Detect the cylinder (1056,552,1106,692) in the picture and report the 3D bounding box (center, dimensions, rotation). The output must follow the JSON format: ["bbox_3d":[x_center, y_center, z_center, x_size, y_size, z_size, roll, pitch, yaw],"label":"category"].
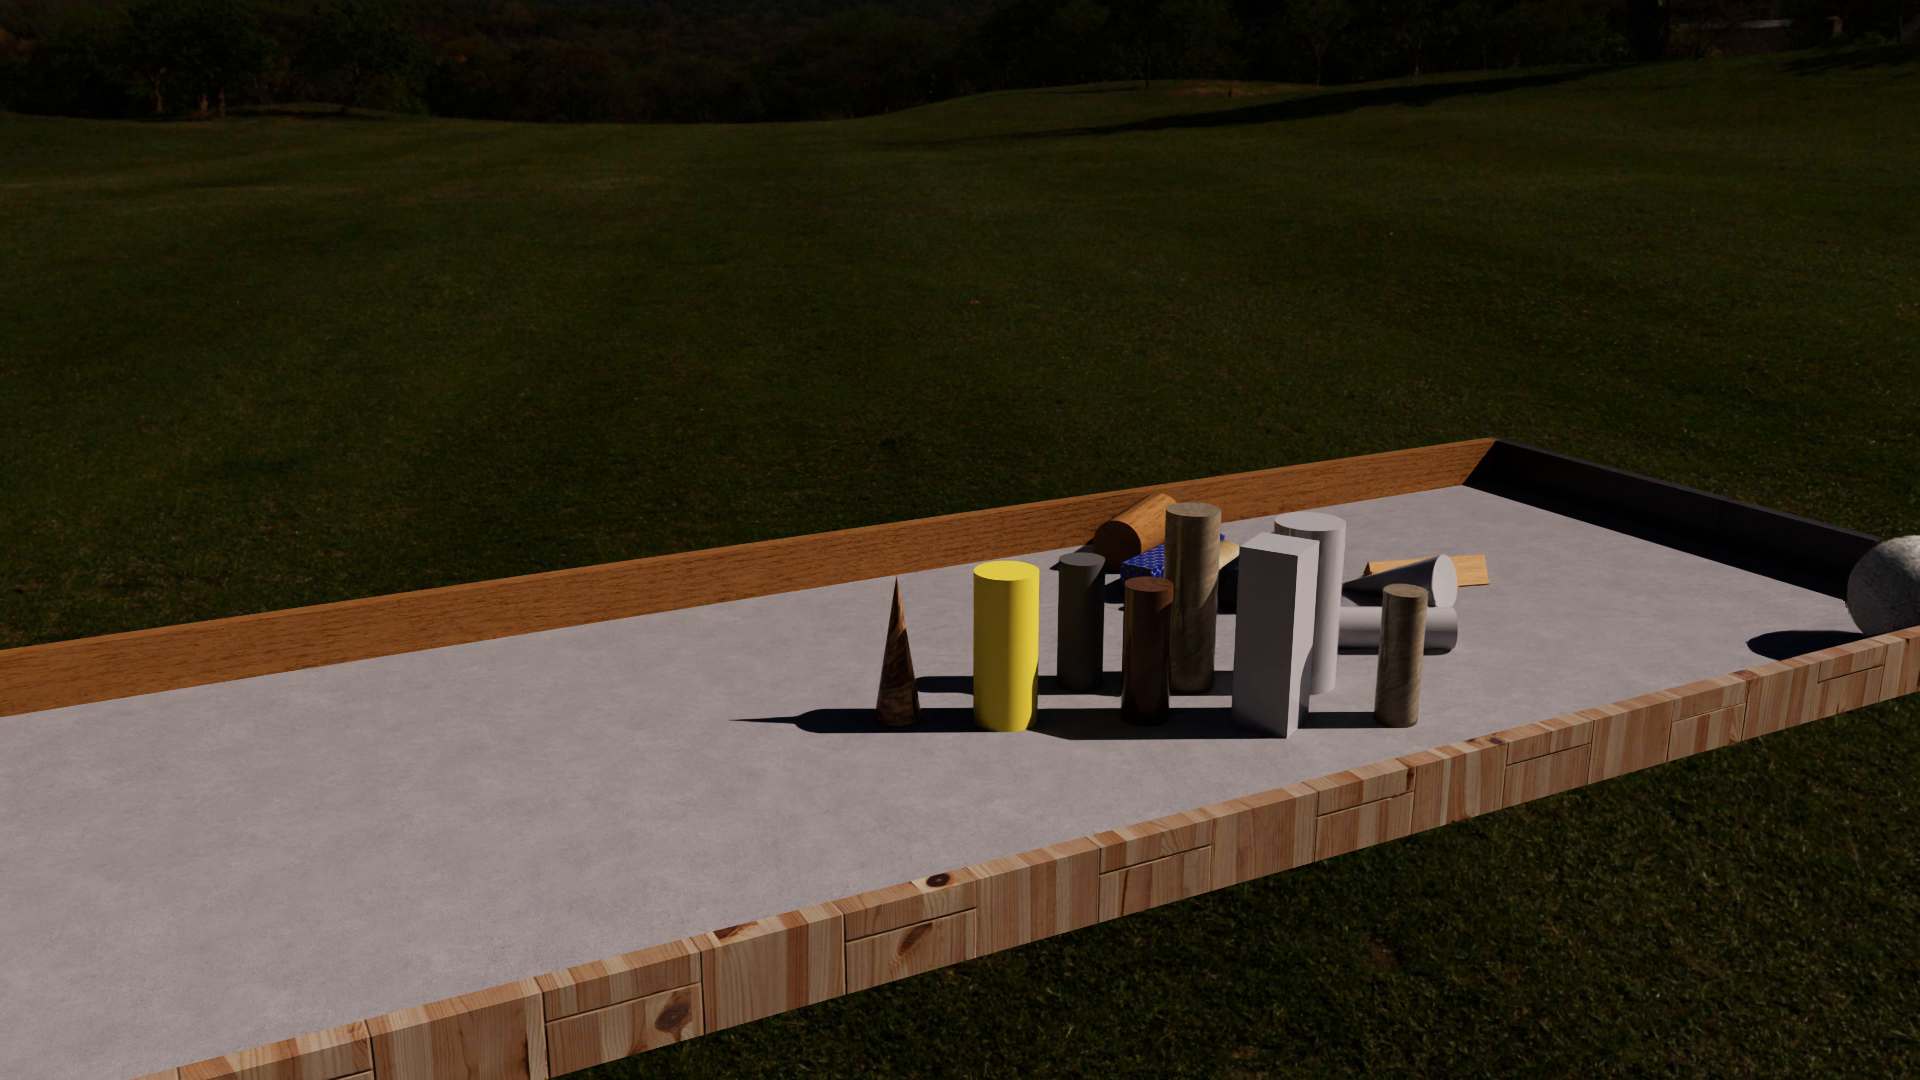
[{"bbox_3d":[0.299,0.203,4.086,0.114,0.326,0.114,0,16,0],"label":"cylinder"}]

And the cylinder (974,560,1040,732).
[{"bbox_3d":[0.107,0.248,3.855,0.152,0.370,0.152,0,16,0],"label":"cylinder"}]

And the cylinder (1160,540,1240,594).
[{"bbox_3d":[0.706,0.102,4.769,0.134,0.134,0.311,11,19,32],"label":"cylinder"}]

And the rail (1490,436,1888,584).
[{"bbox_3d":[2.466,-0.048,5.253,0.050,0.150,2.100,-9,18,-27],"label":"rail"}]

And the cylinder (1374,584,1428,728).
[{"bbox_3d":[1.031,0.271,3.861,0.101,0.322,0.101,0,16,0],"label":"cylinder"}]

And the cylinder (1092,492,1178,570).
[{"bbox_3d":[0.561,-0.029,5.173,0.158,0.158,0.371,8,18,26],"label":"cylinder"}]

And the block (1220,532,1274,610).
[{"bbox_3d":[0.902,0.090,4.834,0.120,0.120,0.438,9,19,29],"label":"block"}]

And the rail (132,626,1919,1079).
[{"bbox_3d":[-2.336,1.006,1.665,12.000,0.150,0.050,-9,18,-27],"label":"rail"}]

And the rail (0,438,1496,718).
[{"bbox_3d":[-3.305,0.497,3.399,12.000,0.150,0.050,-9,18,-27],"label":"rail"}]

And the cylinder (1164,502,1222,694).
[{"bbox_3d":[0.567,0.143,4.063,0.134,0.454,0.134,0,16,0],"label":"cylinder"}]

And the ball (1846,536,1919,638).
[{"bbox_3d":[2.499,0.142,4.326,0.307,0.307,0.307,0,16,0],"label":"ball"}]

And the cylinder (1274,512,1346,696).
[{"bbox_3d":[0.854,0.156,4.079,0.172,0.420,0.172,0,16,0],"label":"cylinder"}]

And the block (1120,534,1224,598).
[{"bbox_3d":[0.637,0.075,4.918,0.103,0.103,0.440,12,20,35],"label":"block"}]

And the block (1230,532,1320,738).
[{"bbox_3d":[0.730,0.219,3.828,0.139,0.440,0.139,10,19,30],"label":"block"}]

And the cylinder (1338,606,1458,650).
[{"bbox_3d":[1.096,0.232,4.367,0.410,0.112,0.112,0,16,1],"label":"cylinder"}]

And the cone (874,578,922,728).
[{"bbox_3d":[-0.147,0.253,3.859,0.115,0.358,0.115,0,16,0],"label":"cone"}]

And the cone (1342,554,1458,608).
[{"bbox_3d":[1.231,0.131,4.768,0.360,0.165,0.165,-3,11,41],"label":"cone"}]

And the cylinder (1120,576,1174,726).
[{"bbox_3d":[0.439,0.262,3.874,0.115,0.333,0.115,0,16,0],"label":"cylinder"}]

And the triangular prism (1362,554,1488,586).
[{"bbox_3d":[1.381,0.092,4.894,0.372,0.079,0.092,-4,17,-12],"label":"triangular prism"}]
